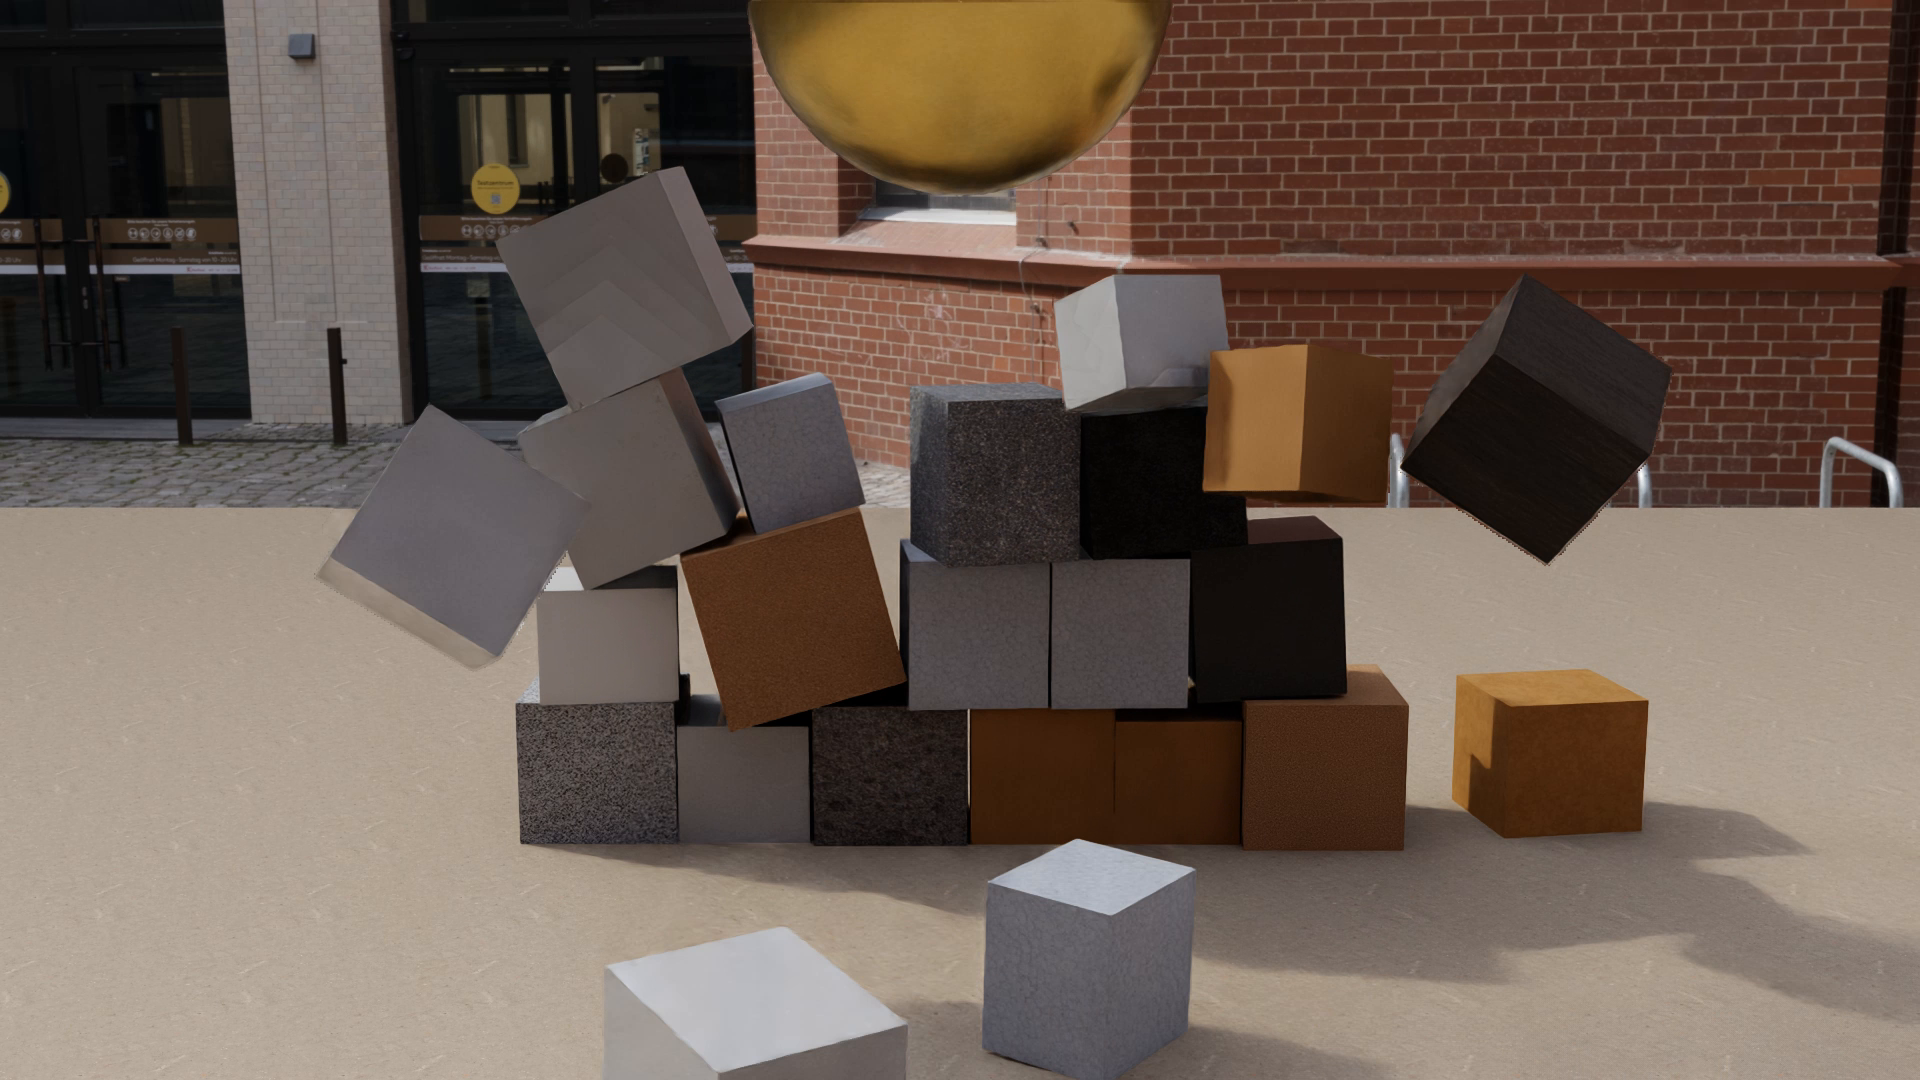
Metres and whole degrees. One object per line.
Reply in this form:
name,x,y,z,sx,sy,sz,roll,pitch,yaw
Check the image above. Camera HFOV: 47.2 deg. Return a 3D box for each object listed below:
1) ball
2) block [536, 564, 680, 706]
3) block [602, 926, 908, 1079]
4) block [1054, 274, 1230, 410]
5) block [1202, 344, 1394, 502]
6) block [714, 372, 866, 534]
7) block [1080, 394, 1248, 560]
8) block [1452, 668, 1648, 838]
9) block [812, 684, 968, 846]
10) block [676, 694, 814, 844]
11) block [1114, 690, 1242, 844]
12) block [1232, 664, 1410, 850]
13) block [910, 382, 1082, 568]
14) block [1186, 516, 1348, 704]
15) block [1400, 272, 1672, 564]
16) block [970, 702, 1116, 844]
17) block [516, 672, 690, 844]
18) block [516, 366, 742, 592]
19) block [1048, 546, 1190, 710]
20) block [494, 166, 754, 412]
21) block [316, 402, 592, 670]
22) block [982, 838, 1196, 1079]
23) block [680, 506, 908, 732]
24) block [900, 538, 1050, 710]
ball,0.000,-2.098,8.229,1.600,1.600,1.600,0,10,0
block,-1.784,0.477,11.217,0.687,0.581,0.587,-1,11,-7
block,-0.669,1.812,6.973,0.655,0.818,0.771,-7,18,-33
block,0.860,-0.928,10.367,0.585,0.525,0.557,-4,-6,-28
block,1.524,-0.512,9.915,0.577,0.638,0.585,6,-3,-39
block,-0.867,-0.449,11.146,0.567,0.628,0.624,-16,11,-7
block,0.971,-0.342,11.046,0.768,0.701,0.744,-6,10,-4
block,3.081,1.108,11.535,0.750,0.693,0.685,-2,10,-10
block,-0.348,1.123,11.361,0.771,0.725,0.697,0,10,0
block,-1.088,1.176,11.394,0.661,0.610,0.664,0,10,0
block,1.092,1.160,11.395,0.633,0.641,0.713,0,10,0
block,1.821,1.109,11.370,0.802,0.751,0.867,0,10,0
block,0.166,-0.336,10.919,0.668,0.804,0.701,-3,11,-16
block,1.521,0.344,11.239,0.754,0.789,0.685,-4,10,-2
block,2.448,-0.520,9.346,0.749,0.711,0.700,33,42,0
block,0.413,1.126,11.361,0.721,0.719,0.643,0,10,0
block,-1.825,1.117,11.376,0.794,0.733,0.663,0,10,0
block,-1.654,-0.339,11.105,0.758,0.836,0.764,-22,10,4
block,0.781,0.401,11.231,0.678,0.755,0.742,0,10,-2
block,-1.644,-1.262,10.918,0.855,0.890,0.792,-22,10,6
block,-2.118,0.005,9.172,0.772,0.736,0.703,33,-17,-14
block,0.507,1.635,8.601,0.554,0.684,0.648,10,14,34
block,-0.871,0.328,11.274,0.911,0.893,0.926,-16,11,-5
block,0.063,0.414,11.141,0.692,0.750,0.623,-1,10,-6
